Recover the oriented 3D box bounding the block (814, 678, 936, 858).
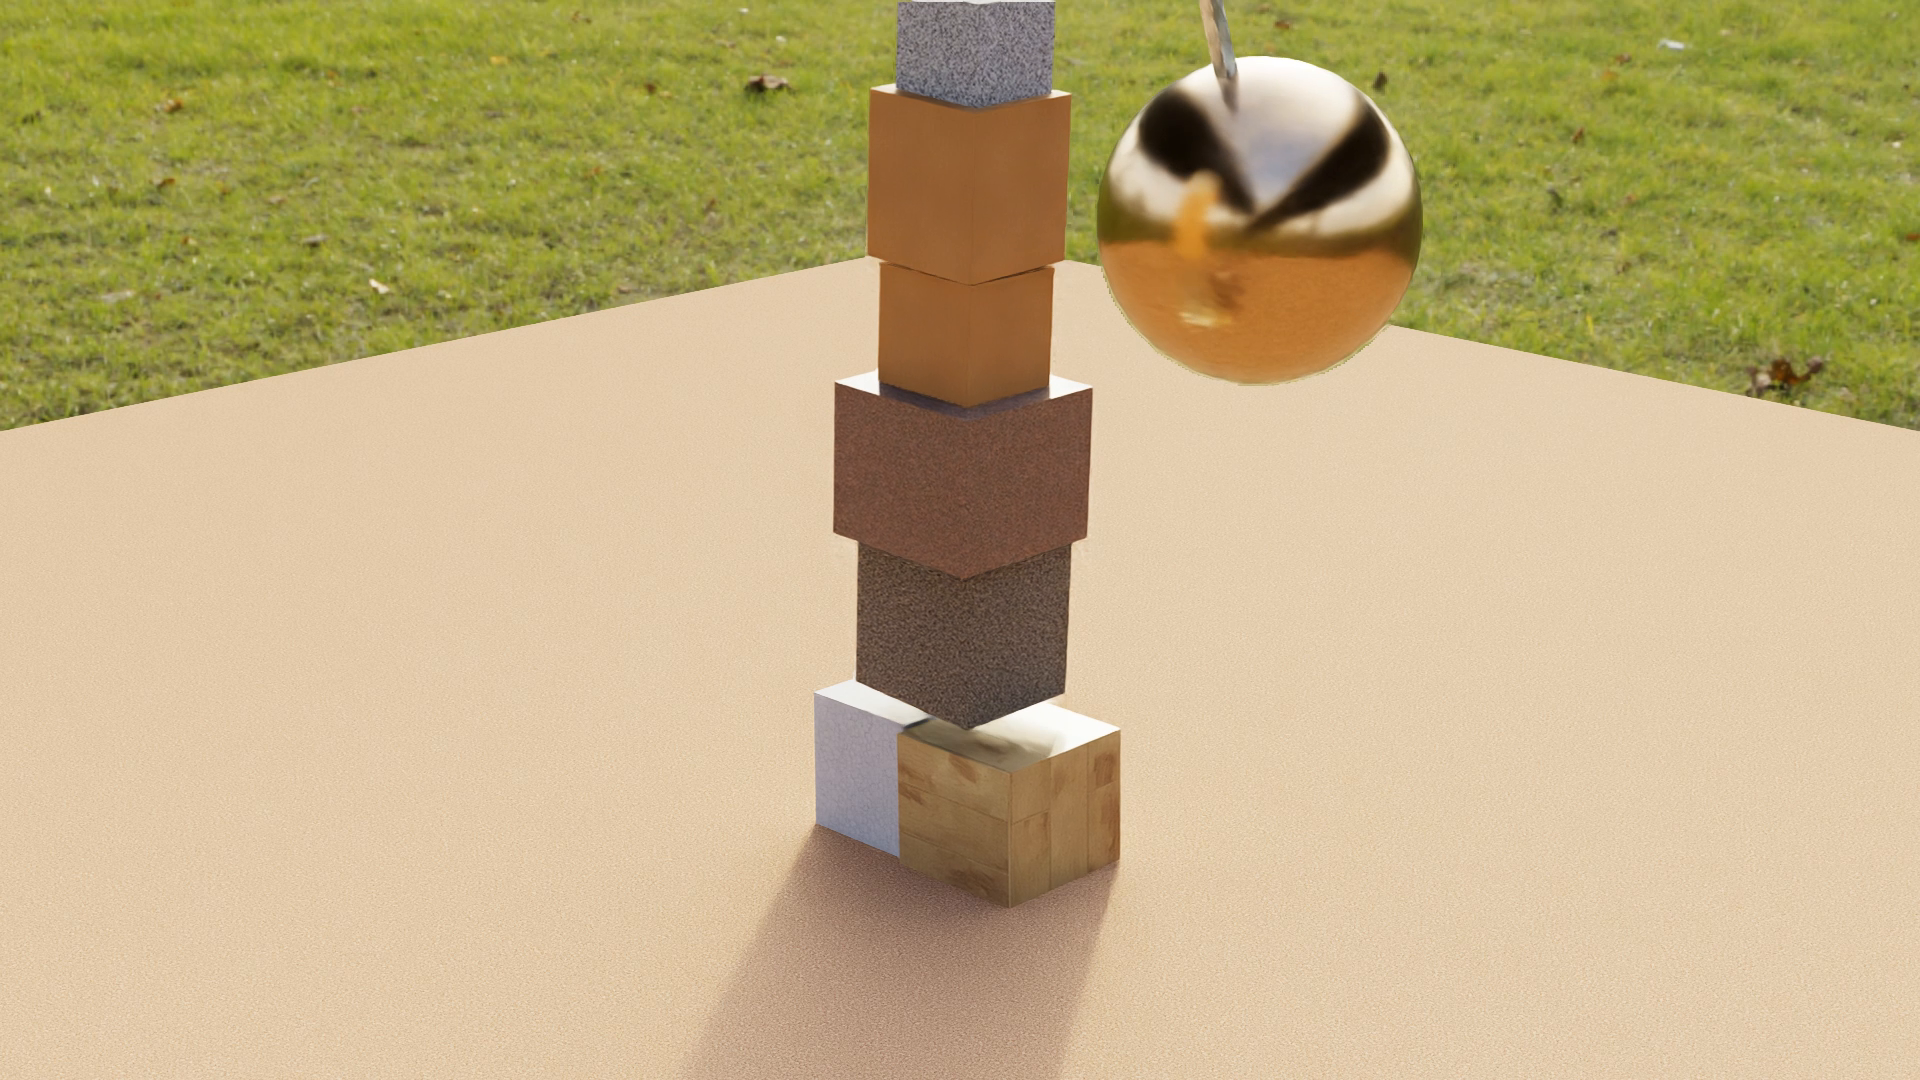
[{"bbox_3d":[-0.244,1.034,13.940,0.641,0.669,0.621,-17,24,-42],"label":"block"}]

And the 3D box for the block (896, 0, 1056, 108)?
[{"bbox_3d":[0.065,-2.145,12.591,0.483,0.440,0.475,21,28,40],"label":"block"}]

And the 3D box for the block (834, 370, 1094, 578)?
[{"bbox_3d":[0.009,-0.358,13.185,0.826,0.713,0.806,19,26,41],"label":"block"}]

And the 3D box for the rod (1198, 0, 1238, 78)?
[{"bbox_3d":[0.636,-4.358,12.638,0.080,5.200,0.080,17,44,42],"label":"rod"}]

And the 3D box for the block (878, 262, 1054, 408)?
[{"bbox_3d":[0.024,-0.955,12.991,0.551,0.539,0.535,19,25,40],"label":"block"}]

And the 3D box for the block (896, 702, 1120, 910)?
[{"bbox_3d":[0.227,1.180,13.478,0.740,0.652,0.704,-18,25,-42],"label":"block"}]

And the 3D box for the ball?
[{"bbox_3d":[1.467,-1.564,14.388,1.600,1.600,1.600,0,17,0],"label":"ball"}]

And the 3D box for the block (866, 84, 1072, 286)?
[{"bbox_3d":[0.036,-1.593,12.805,0.627,0.745,0.608,20,28,40],"label":"block"}]

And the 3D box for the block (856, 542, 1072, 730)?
[{"bbox_3d":[0.012,0.335,13.447,0.640,0.741,0.735,-18,28,-42],"label":"block"}]
